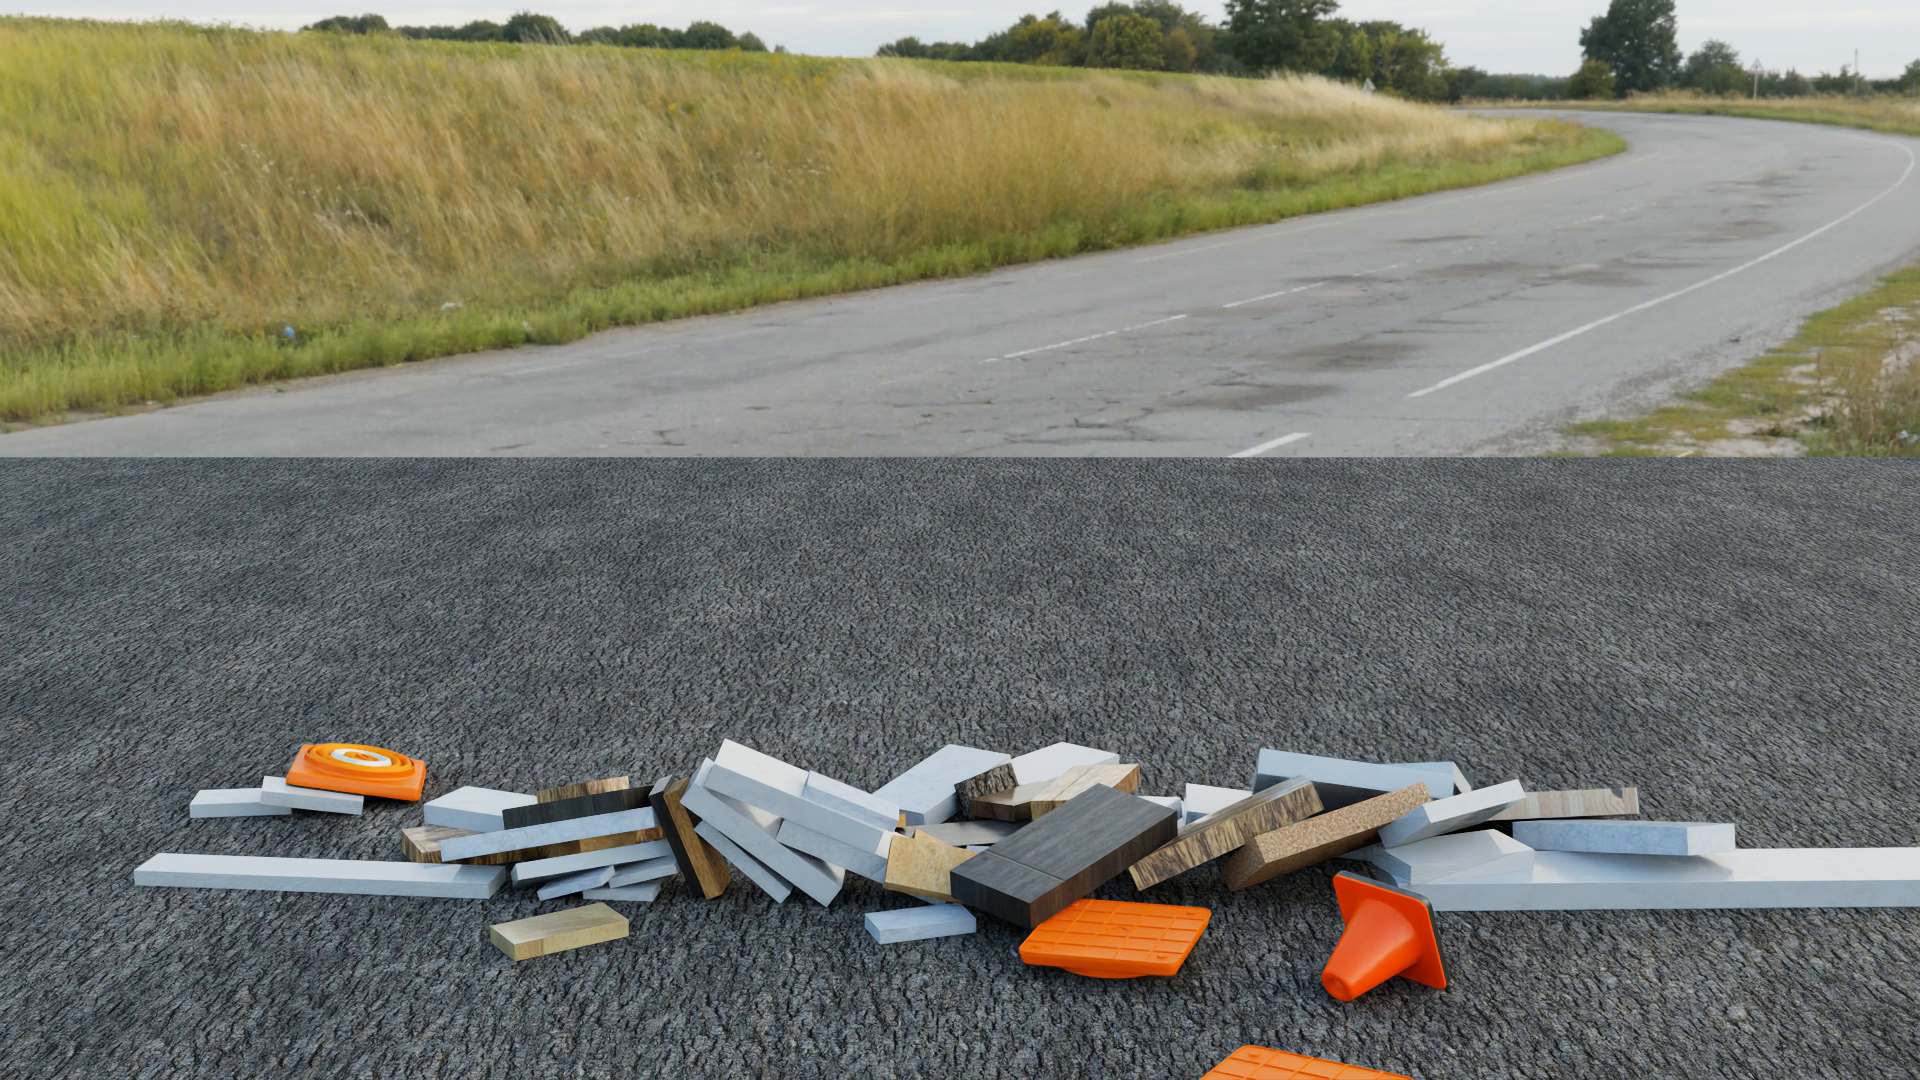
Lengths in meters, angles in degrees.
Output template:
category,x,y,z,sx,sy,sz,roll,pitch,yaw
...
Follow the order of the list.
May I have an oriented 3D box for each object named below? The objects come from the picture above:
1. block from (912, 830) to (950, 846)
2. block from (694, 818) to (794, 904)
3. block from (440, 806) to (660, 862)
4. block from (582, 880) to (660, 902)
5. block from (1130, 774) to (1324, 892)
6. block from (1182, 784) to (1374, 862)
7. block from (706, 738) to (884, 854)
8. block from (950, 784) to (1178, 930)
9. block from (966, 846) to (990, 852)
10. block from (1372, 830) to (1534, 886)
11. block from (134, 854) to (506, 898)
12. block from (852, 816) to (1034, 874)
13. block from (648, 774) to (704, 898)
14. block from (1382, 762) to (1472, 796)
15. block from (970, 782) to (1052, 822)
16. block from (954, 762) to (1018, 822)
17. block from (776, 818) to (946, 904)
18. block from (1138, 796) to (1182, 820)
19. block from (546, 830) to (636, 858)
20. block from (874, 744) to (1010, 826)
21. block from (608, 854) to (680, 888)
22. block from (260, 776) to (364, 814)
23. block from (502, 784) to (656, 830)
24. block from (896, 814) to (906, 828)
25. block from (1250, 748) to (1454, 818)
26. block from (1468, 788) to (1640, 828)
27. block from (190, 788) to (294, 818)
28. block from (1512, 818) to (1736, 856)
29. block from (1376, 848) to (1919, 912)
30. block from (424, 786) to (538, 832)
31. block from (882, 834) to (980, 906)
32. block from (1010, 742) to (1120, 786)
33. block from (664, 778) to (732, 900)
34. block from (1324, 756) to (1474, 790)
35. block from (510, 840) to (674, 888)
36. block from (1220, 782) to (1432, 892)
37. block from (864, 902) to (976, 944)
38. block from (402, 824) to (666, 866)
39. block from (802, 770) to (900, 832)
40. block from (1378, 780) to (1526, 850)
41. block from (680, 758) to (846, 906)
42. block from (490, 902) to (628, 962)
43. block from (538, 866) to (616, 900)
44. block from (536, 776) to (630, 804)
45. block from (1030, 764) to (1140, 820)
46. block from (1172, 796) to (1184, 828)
category,x,y,z,sx,sy,sz,roll,pitch,yaw
block,-0.003,0.541,3.661,0.172,0.024,0.086,26,10,-4
block,-0.355,0.519,3.657,0.188,0.027,0.094,41,10,-4
block,-0.676,0.492,3.702,0.370,0.035,0.123,-10,-6,8
block,-0.563,0.582,3.665,0.117,0.017,0.059,1,11,6
block,0.436,0.485,3.662,0.329,0.047,0.165,-24,-2,2
block,0.568,0.502,3.916,0.336,0.048,0.168,7,11,4
block,-0.268,0.423,3.640,0.297,0.042,0.148,22,10,-3
block,0.172,0.507,3.565,0.168,0.048,0.373,15,28,40
block,0.095,0.551,3.615,0.172,0.086,0.024,4,-35,-9
block,0.821,0.527,3.662,0.236,0.033,0.118,-4,11,-20
block,-1.082,0.568,3.719,0.615,0.026,0.091,1,11,6
block,0.038,0.532,3.881,0.490,0.036,0.126,-3,11,-14
block,-0.463,0.494,3.679,0.027,0.188,0.094,-22,9,6
block,0.765,0.431,3.861,0.236,0.033,0.118,-5,-30,27
block,0.122,0.479,4.035,0.102,0.029,0.204,3,6,39
block,0.055,0.471,4.089,0.022,0.078,0.157,-21,-4,37
block,-0.155,0.514,3.661,0.297,0.042,0.148,22,10,-3
block,0.276,0.497,3.836,0.126,0.036,0.253,-1,8,31
block,-0.636,0.525,3.781,0.096,0.027,0.192,-6,-7,-28
block,-0.041,0.463,4.118,0.143,0.040,0.285,6,21,35
block,-0.522,0.551,3.665,0.117,0.017,0.059,-14,9,8
block,-1.209,0.477,4.107,0.182,0.026,0.091,9,9,-16
block,-0.637,0.452,3.724,0.246,0.035,0.123,-12,-6,25
block,-0.176,0.505,3.931,0.078,0.022,0.157,1,-7,-40
block,0.676,0.437,3.814,0.329,0.047,0.165,7,-28,6
block,1.032,0.483,3.959,0.325,0.046,0.162,-2,-12,-8
block,-1.341,0.492,4.127,0.182,0.026,0.091,-1,11,-7
block,1.129,0.505,3.750,0.162,0.046,0.325,4,-7,-44
block,1.195,0.566,3.674,0.970,0.046,0.162,0,11,-2
block,-0.816,0.485,3.915,0.246,0.035,0.123,5,12,24
block,-0.033,0.538,3.566,0.172,0.024,0.086,12,55,-4
block,0.168,0.455,4.285,0.143,0.040,0.285,9,14,39
block,-0.436,0.495,3.660,0.027,0.188,0.094,-22,5,6
block,0.752,0.441,4.039,0.336,0.048,0.168,7,-12,-6
block,-0.612,0.543,3.696,0.273,0.027,0.096,-7,-15,-19
block,0.612,0.496,3.670,0.329,0.047,0.165,-14,-20,-21
block,-0.063,0.610,3.502,0.160,0.023,0.080,-4,11,-19
block,-0.743,0.522,3.926,0.471,0.040,0.143,-6,12,-28
block,-0.179,0.430,3.617,0.160,0.023,0.080,22,10,-5
block,0.823,0.458,3.677,0.236,0.033,0.118,-8,-24,-36
block,-0.324,0.484,3.658,0.297,0.042,0.148,37,9,-5
block,-0.630,0.615,3.459,0.192,0.027,0.096,-7,13,-34
block,-0.636,0.568,3.645,0.117,0.017,0.059,-16,7,15
block,-0.651,0.432,3.790,0.080,0.023,0.160,-3,-8,-46
block,0.228,0.452,3.948,0.126,0.036,0.253,-4,7,21
block,0.385,0.514,3.999,0.102,0.029,0.204,-3,11,-17
